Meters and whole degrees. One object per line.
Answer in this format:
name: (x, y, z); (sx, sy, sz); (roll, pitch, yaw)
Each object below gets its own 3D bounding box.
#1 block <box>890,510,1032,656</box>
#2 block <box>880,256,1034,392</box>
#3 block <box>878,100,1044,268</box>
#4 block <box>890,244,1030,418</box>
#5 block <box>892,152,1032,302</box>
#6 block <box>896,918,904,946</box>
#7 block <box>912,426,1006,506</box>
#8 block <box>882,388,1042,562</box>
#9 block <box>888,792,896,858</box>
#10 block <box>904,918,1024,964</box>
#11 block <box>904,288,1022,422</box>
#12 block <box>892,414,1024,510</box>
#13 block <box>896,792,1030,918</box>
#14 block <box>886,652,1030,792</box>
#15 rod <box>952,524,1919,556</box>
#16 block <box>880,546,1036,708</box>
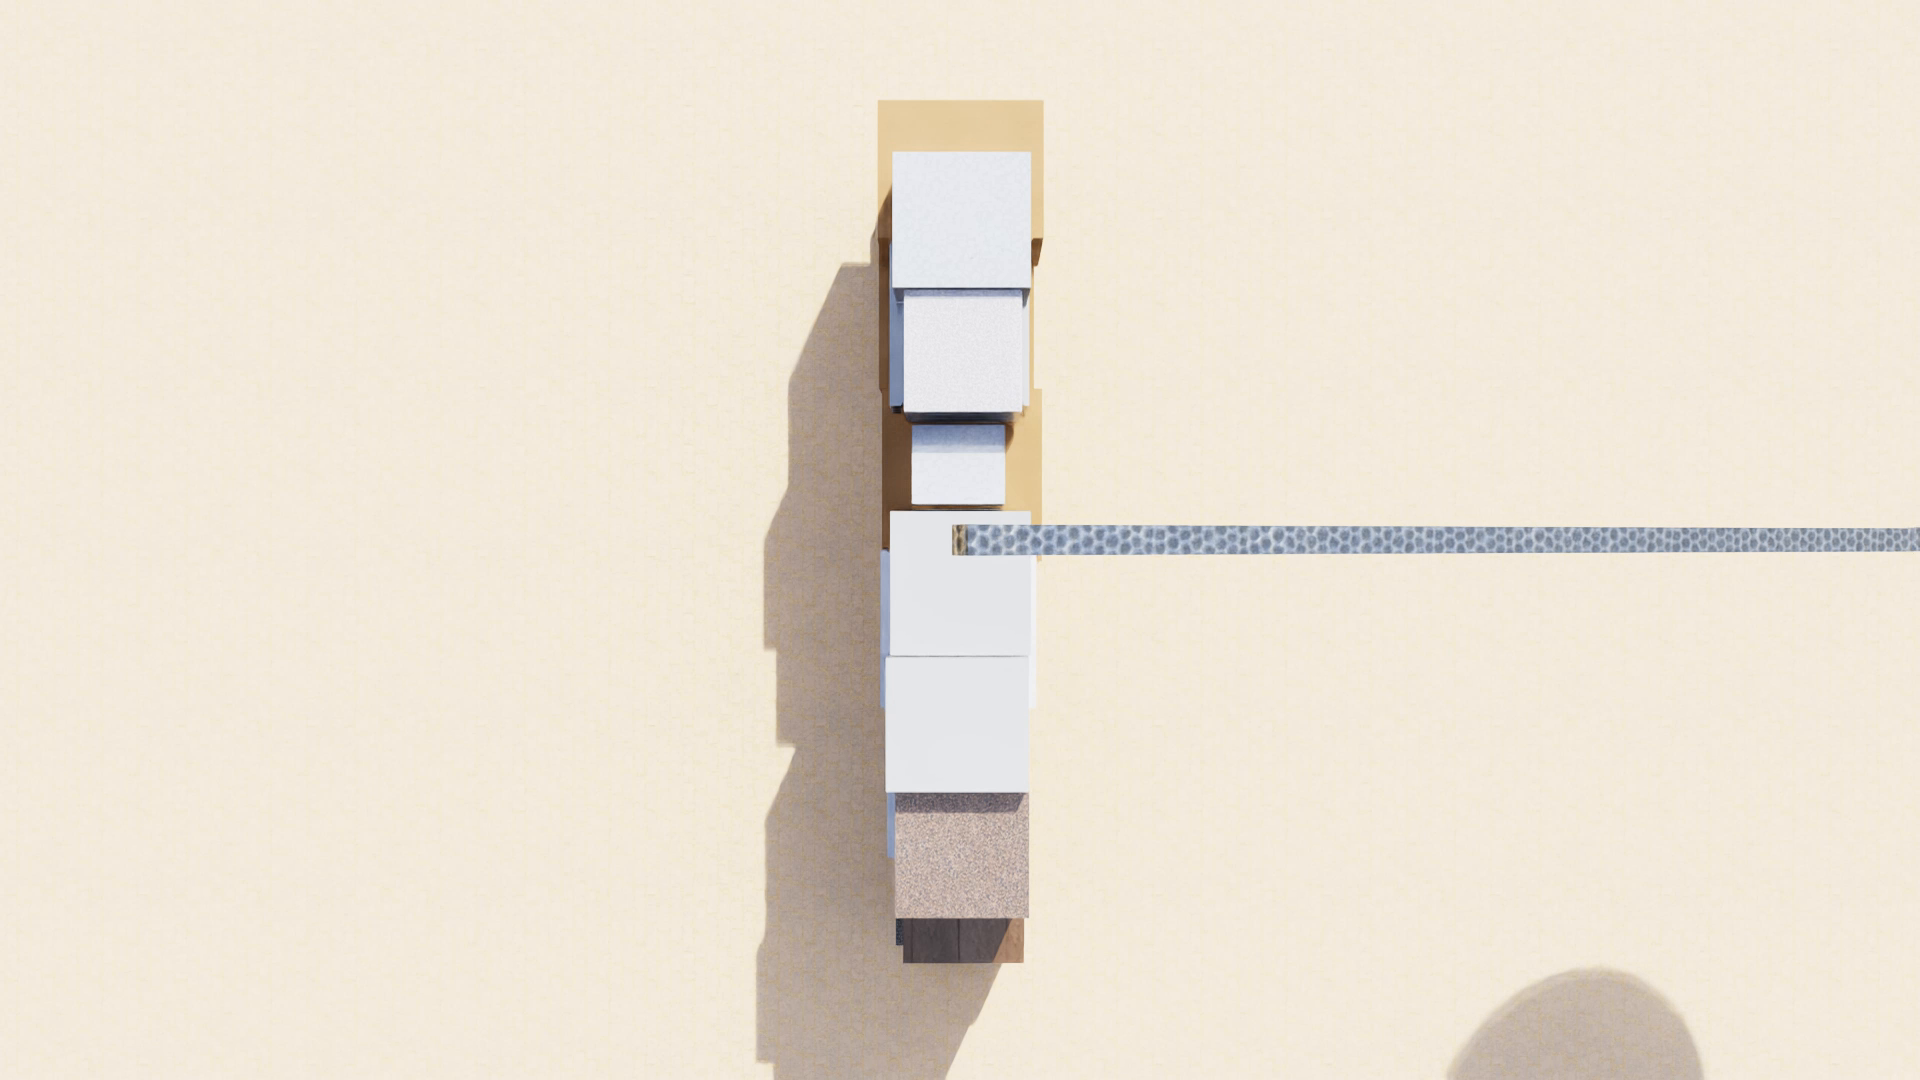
block: (0.003, 0.208, 11.111); (0.691, 0.611, 0.712); (0, 91, 0)
block: (-0.019, -1.236, 12.623); (0.863, 0.755, 0.784); (0, 90, 0)
block: (0.003, -1.903, 11.837); (0.863, 0.845, 0.724); (0, 87, 0)
block: (-0.004, -1.102, 11.761); (0.723, 0.726, 0.839); (0, 88, 0)
block: (0.009, -1.564, 11.070); (0.677, 0.649, 0.661); (0, 90, 0)
block: (0.001, 1.853, 12.628); (0.719, 0.745, 0.813); (0, 90, 0)
block: (-0.007, -0.377, 11.218); (0.465, 0.472, 0.393); (0, 90, 0)
block: (0.011, -0.358, 12.557); (0.882, 0.886, 0.952); (0, 90, 0)
block: (-0.009, 1.263, 11.867); (0.741, 0.773, 0.785); (0, 90, 0)
block: (0.019, 1.953, 11.952); (0.640, 0.605, 0.579); (0, 90, 0)
block: (0.015, -0.923, 11.095); (0.580, 0.590, 0.604); (0, 88, 0)
block: (-0.012, -0.315, 11.784); (0.684, 0.660, 0.687); (0, 90, 0)
block: (0.011, 1.545, 11.175); (0.663, 0.613, 0.642); (0, 91, 0)
block: (-0.012, 0.896, 11.078); (0.699, 0.706, 0.655); (0, 91, 0)
rod: (2.234, 0.000, 6.956); (5.200, 0.080, 0.080); (0, 90, -31)
block: (-0.008, 0.456, 11.772); (0.809, 0.700, 0.820); (0, 91, 0)
